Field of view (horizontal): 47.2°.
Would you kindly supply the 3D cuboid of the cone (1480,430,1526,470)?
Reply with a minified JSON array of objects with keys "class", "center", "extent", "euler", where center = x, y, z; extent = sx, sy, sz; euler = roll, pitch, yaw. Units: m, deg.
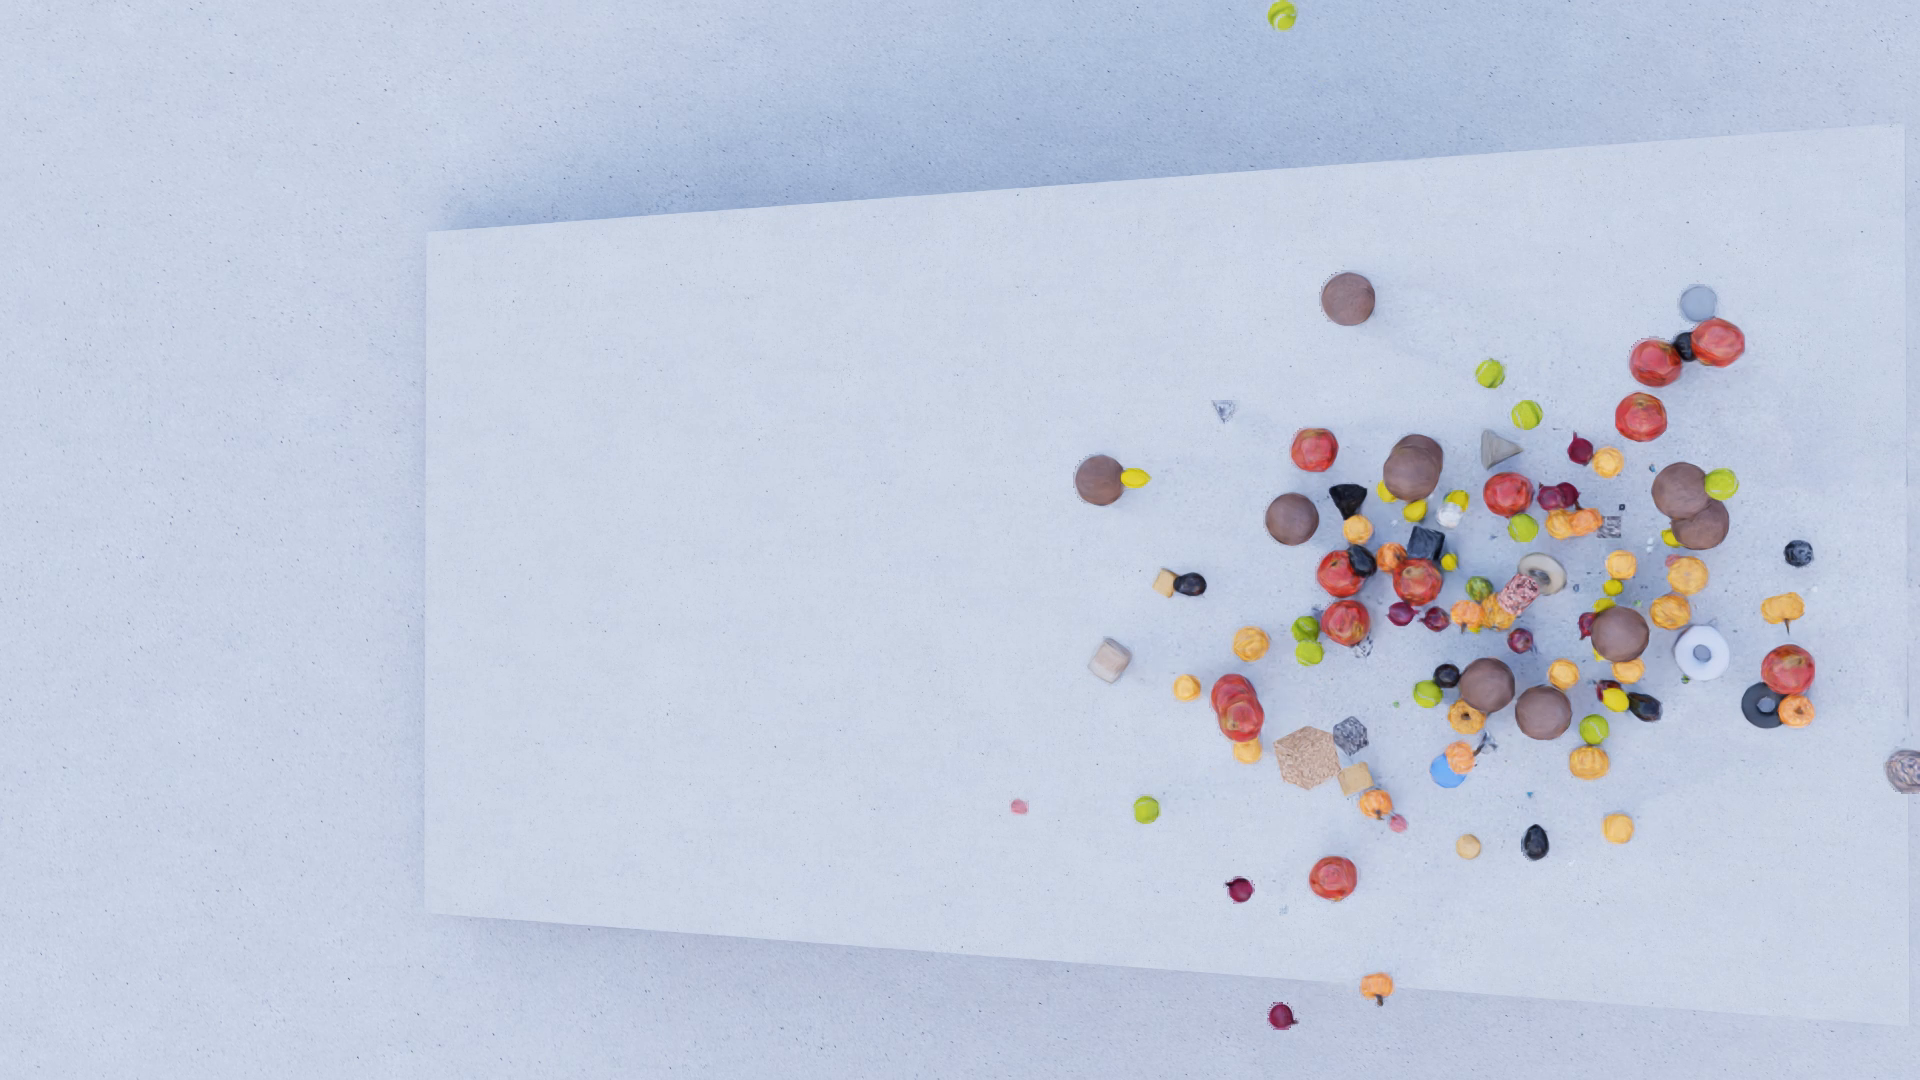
[{"class":"cone","center":[1.291,-0.214,5.199],"extent":[0.096,0.096,0.096],"euler":[-1,89,-3]}]

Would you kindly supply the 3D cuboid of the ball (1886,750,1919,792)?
[{"class":"ball","center":[2.079,0.506,4.819],"extent":[0.094,0.094,0.094],"euler":[0,89,0]}]

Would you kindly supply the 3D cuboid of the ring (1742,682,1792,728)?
[{"class":"ring","center":[1.821,0.373,4.965],"extent":[0.108,0.036,0.108],"euler":[0,91,20]}]

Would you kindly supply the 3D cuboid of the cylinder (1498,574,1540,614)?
[{"class":"cylinder","center":[1.300,0.126,5.122],"extent":[0.070,0.070,0.070],"euler":[9,55,-13]}]

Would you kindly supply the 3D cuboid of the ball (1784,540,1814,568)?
[{"class":"ball","center":[1.879,0.030,4.929],"extent":[0.063,0.063,0.063],"euler":[0,89,0]}]

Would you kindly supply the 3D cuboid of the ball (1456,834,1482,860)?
[{"class":"ball","center":[1.206,0.728,5.215],"extent":[0.060,0.060,0.060],"euler":[0,89,0]}]

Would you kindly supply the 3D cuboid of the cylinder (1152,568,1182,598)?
[{"class":"cylinder","center":[0.520,0.108,5.523],"extent":[0.055,0.055,0.055],"euler":[23,109,0]}]

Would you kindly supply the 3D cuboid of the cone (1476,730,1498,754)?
[{"class":"cone","center":[1.249,0.473,5.219],"extent":[0.050,0.050,0.050],"euler":[3,60,0]}]

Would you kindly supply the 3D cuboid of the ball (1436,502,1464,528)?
[{"class":"ball","center":[1.155,-0.059,5.186],"extent":[0.062,0.062,0.062],"euler":[0,89,0]}]

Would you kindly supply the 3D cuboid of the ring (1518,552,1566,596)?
[{"class":"ring","center":[1.358,0.079,5.136],"extent":[0.120,0.120,0.040],"euler":[40,55,0]}]

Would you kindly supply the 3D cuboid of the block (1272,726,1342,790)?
[{"class":"block","center":[0.784,0.491,4.968],"extent":[0.098,0.098,0.098],"euler":[-24,107,-23]}]

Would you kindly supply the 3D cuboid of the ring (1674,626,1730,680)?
[{"class":"ring","center":[1.691,0.259,5.009],"extent":[0.128,0.043,0.128],"euler":[7,102,34]}]

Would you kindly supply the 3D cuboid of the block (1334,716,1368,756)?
[{"class":"block","center":[0.939,0.471,5.286],"extent":[0.058,0.058,0.058],"euler":[-27,45,-16]}]

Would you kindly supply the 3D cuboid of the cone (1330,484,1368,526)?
[{"class":"cone","center":[0.943,-0.075,5.349],"extent":[0.093,0.093,0.093],"euler":[-3,117,0]}]

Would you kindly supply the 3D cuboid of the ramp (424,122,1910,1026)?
[{"class":"ramp","center":[0.283,0.084,5.711],"extent":[4.000,0.100,2.000],"euler":[0,89,23]}]

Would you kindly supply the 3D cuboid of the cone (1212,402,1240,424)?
[{"class":"cone","center":[0.669,-0.328,5.469],"extent":[0.060,0.060,0.060],"euler":[-26,89,6]}]

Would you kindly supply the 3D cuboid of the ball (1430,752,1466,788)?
[{"class":"ball","center":[1.160,0.547,5.223],"extent":[0.085,0.085,0.085],"euler":[0,89,0]}]

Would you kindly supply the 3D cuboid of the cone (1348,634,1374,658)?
[{"class":"cone","center":[0.963,0.259,5.324],"extent":[0.063,0.063,0.063],"euler":[0,90,23]}]

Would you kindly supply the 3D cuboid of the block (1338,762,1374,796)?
[{"class":"block","center":[0.954,0.576,5.313],"extent":[0.062,0.062,0.062],"euler":[-19,81,-9]}]

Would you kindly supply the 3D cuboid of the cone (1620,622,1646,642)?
[{"class":"cone","center":[1.562,0.211,5.087],"extent":[0.050,0.050,0.050],"euler":[-4,89,-3]}]

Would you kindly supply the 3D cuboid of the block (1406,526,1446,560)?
[{"class":"block","center":[1.115,0.008,5.260],"extent":[0.066,0.066,0.066],"euler":[18,97,23]}]

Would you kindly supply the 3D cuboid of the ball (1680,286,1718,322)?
[{"class":"ball","center":[1.683,-0.537,5.009],"extent":[0.085,0.085,0.085],"euler":[0,89,0]}]

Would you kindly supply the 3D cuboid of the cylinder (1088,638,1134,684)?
[{"class":"cylinder","center":[0.381,0.306,5.565],"extent":[0.084,0.084,0.084],"euler":[33,103,0]}]
